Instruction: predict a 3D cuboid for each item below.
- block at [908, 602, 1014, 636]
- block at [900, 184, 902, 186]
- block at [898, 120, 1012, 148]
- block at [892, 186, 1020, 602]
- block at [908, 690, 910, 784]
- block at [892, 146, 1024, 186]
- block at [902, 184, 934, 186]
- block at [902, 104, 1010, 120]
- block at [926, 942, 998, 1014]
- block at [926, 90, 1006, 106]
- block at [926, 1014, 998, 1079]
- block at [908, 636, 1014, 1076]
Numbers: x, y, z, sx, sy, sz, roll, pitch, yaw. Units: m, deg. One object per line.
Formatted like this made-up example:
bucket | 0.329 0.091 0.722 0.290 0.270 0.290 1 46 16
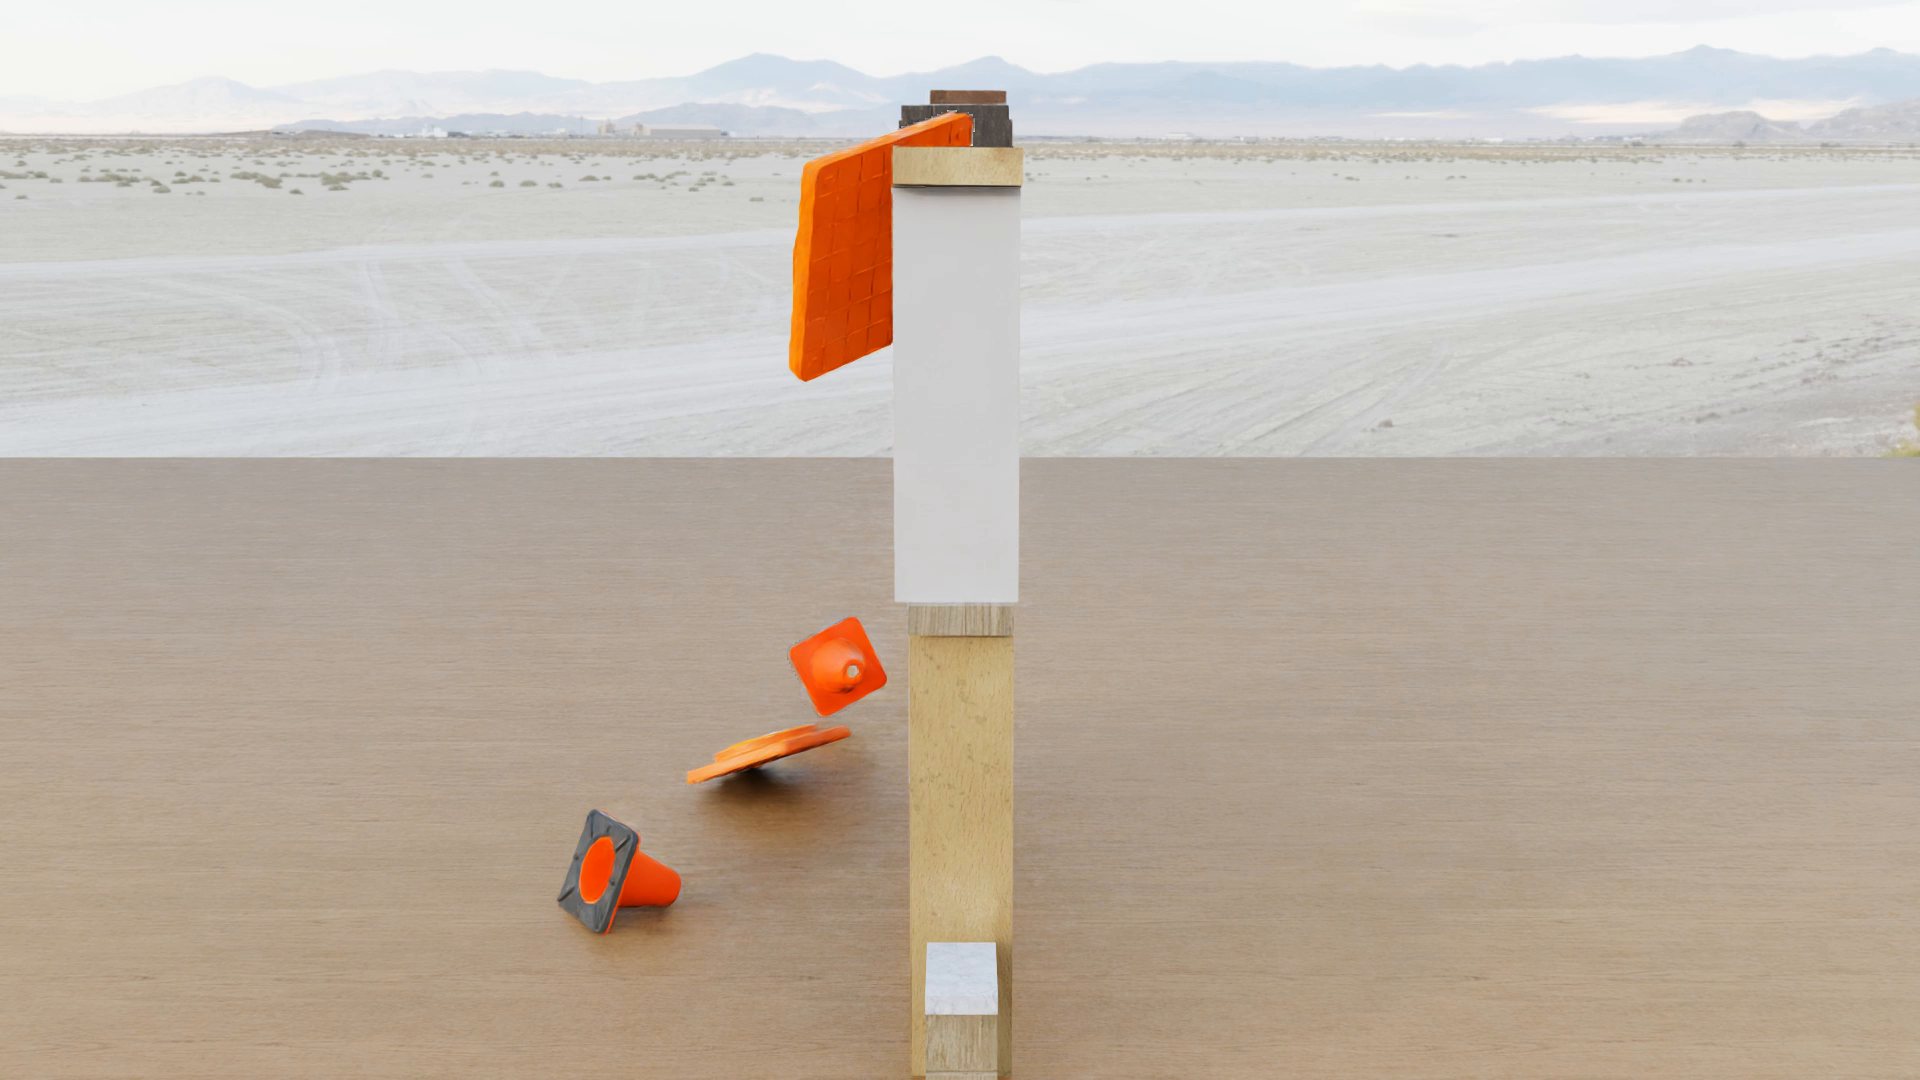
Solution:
block | 0.002 0.078 2.950 0.136 0.039 0.272 0 11 0
block | -0.005 -0.409 3.273 0.164 0.328 0.046 0 13 -1
block | -0.006 -0.612 3.338 0.164 0.046 0.328 0 10 0
block | -0.004 -0.182 2.796 0.159 0.528 0.045 0 13 0
block | -0.009 0.253 3.659 0.151 0.302 0.043 0 10 1
block | -0.002 -0.480 2.833 0.159 0.045 0.319 1 9 0
block | -0.001 -0.318 2.984 0.159 0.319 0.045 1 17 0
block | -0.005 -0.704 3.688 0.172 0.049 0.345 0 11 1
block | 0.002 0.557 2.798 0.090 0.025 0.179 0 11 0
block | 0.009 -0.841 4.230 0.142 0.040 0.284 0 10 -3
block | 0.002 0.668 2.758 0.090 0.179 0.025 0 11 0
block | 0.002 0.416 2.922 0.136 0.615 0.039 0 11 0
